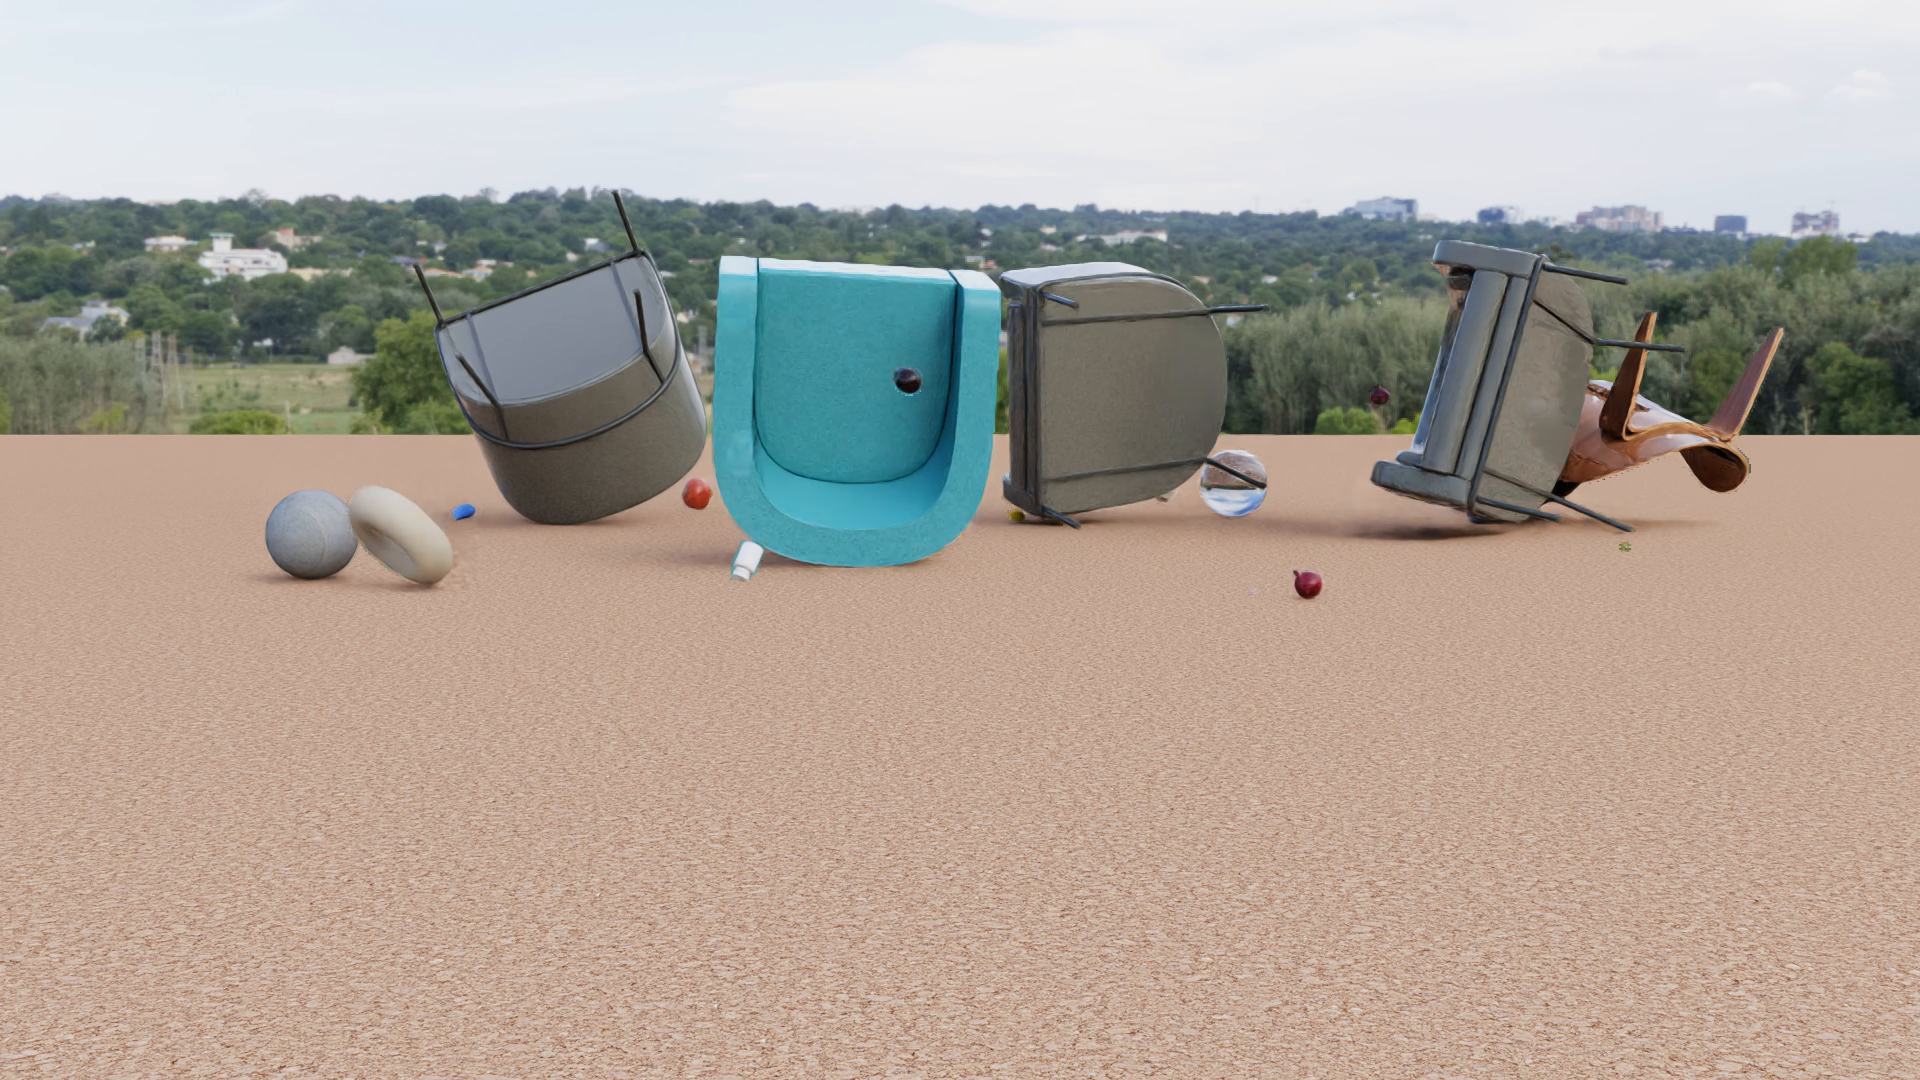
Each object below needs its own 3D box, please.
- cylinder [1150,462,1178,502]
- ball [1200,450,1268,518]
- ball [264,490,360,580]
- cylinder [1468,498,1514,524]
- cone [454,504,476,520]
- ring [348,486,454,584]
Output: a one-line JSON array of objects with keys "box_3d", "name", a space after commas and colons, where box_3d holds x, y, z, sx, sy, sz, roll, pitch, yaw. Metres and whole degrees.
[{"box_3d": [0.778, -0.221, 8.385, 0.086, 0.146, 0.081, -6, -4, -16], "name": "cylinder"}, {"box_3d": [0.954, -0.197, 7.666, 0.239, 0.239, 0.239, 0, 4, 0], "name": "ball"}, {"box_3d": [-1.526, -0.013, 5.181, 0.213, 0.213, 0.213, 0, 4, 0], "name": "ball"}, {"box_3d": [1.774, -0.098, 7.352, 0.111, 0.080, 0.121, -1, -16, -15], "name": "cylinder"}, {"box_3d": [-1.724, -0.083, 7.578, 0.085, 0.049, 0.086, -14, 18, 14], "name": "cone"}, {"box_3d": [-1.257, -0.010, 4.941, 0.264, 0.272, 0.092, -1, 44, 51], "name": "ring"}]
